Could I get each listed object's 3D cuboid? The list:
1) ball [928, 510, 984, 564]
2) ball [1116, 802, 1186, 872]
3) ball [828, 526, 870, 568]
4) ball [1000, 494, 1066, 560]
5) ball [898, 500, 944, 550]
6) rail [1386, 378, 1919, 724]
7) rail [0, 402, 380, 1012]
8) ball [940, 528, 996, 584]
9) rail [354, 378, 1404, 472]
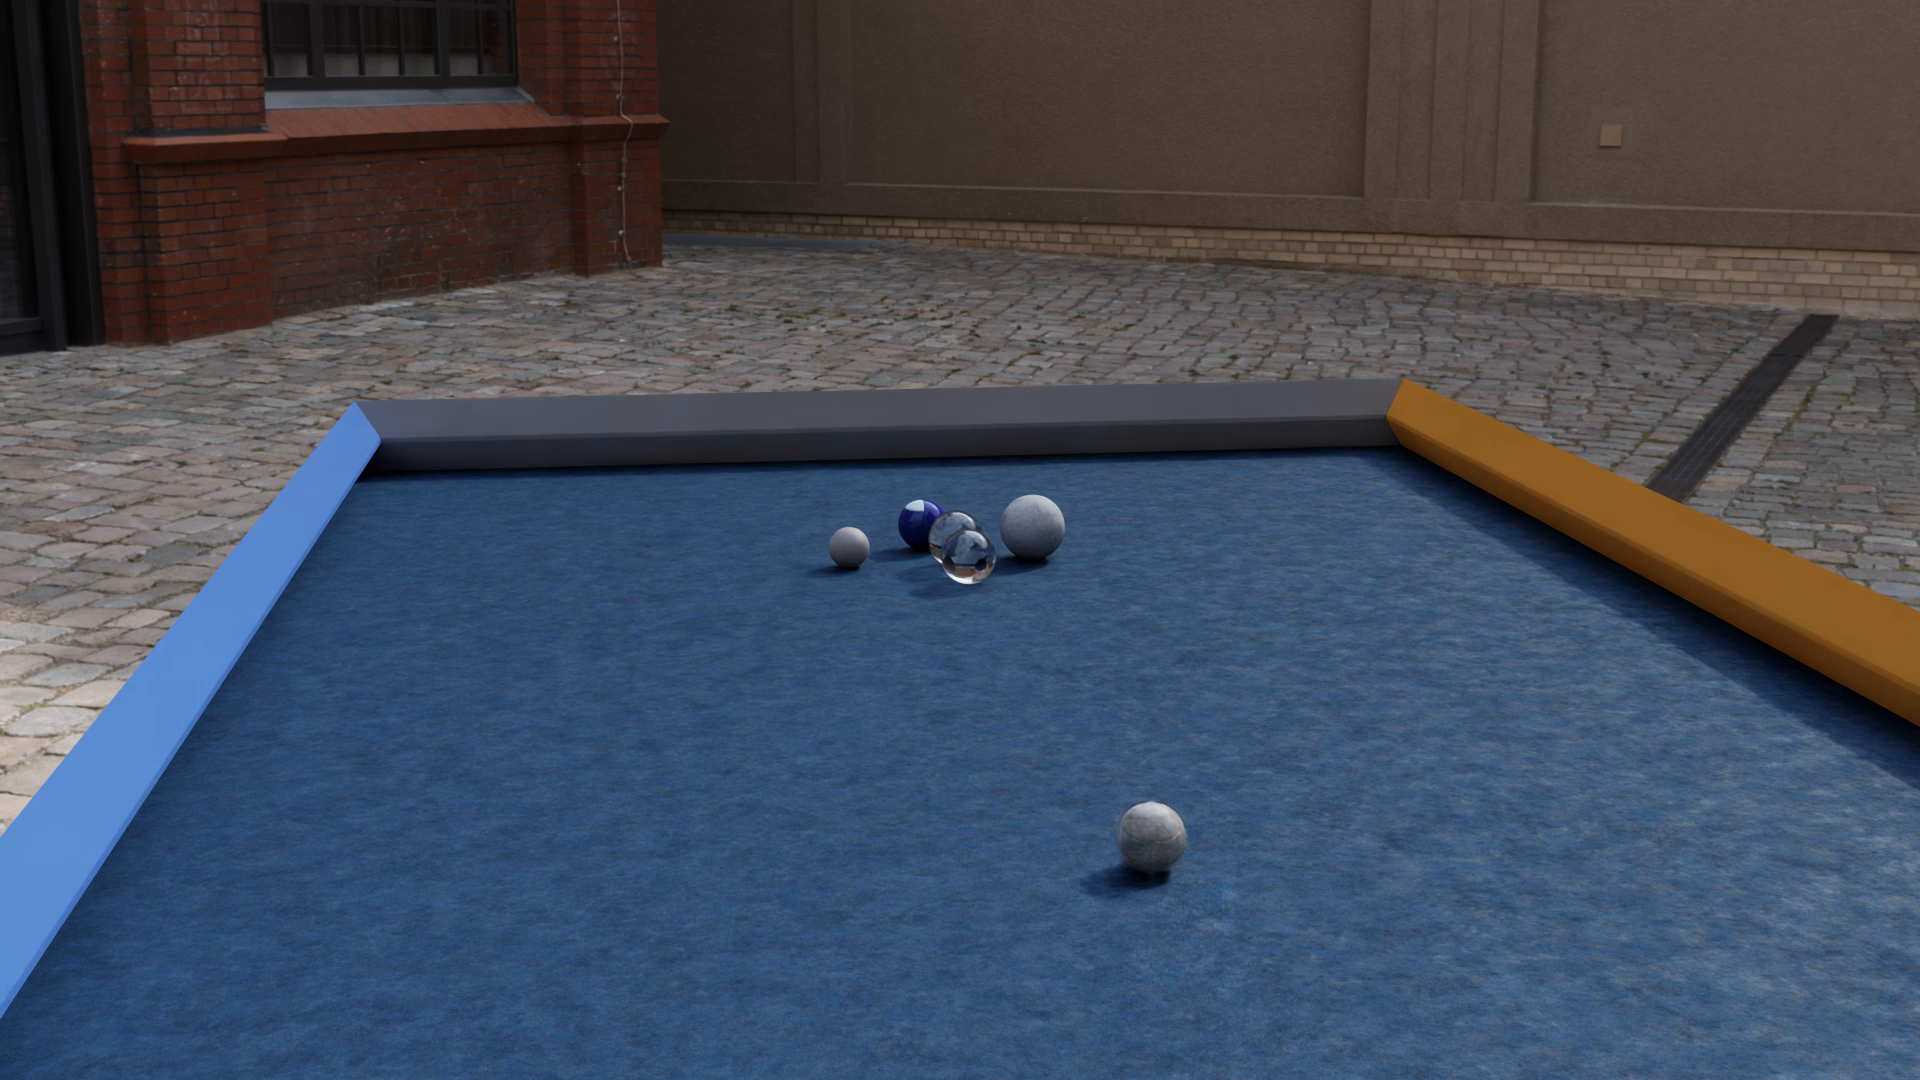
[{"bbox_3d":[-0.005,-0.001,2.905,0.076,0.076,0.076,0,13,0],"label":"ball"},{"bbox_3d":[0.160,0.250,1.847,0.059,0.059,0.059,0,13,0],"label":"ball"},{"bbox_3d":[-0.146,0.010,2.906,0.054,0.054,0.054,0,13,0],"label":"ball"},{"bbox_3d":[0.097,-0.017,2.948,0.088,0.088,0.088,0,13,0],"label":"ball"},{"bbox_3d":[-0.051,-0.021,3.008,0.069,0.069,0.069,0,13,0],"label":"ball"},{"bbox_3d":[0.950,0.125,2.265,0.045,0.114,3.116,-2,13,-8],"label":"rail"},{"bbox_3d":[-0.738,0.176,2.039,0.045,0.114,3.116,-2,13,-8],"label":"rail"},{"bbox_3d":[0.011,0.021,2.817,0.071,0.071,0.071,0,13,0],"label":"ball"},{"bbox_3d":[-0.103,-0.189,3.634,1.752,0.114,0.045,-2,13,-8],"label":"rail"}]
